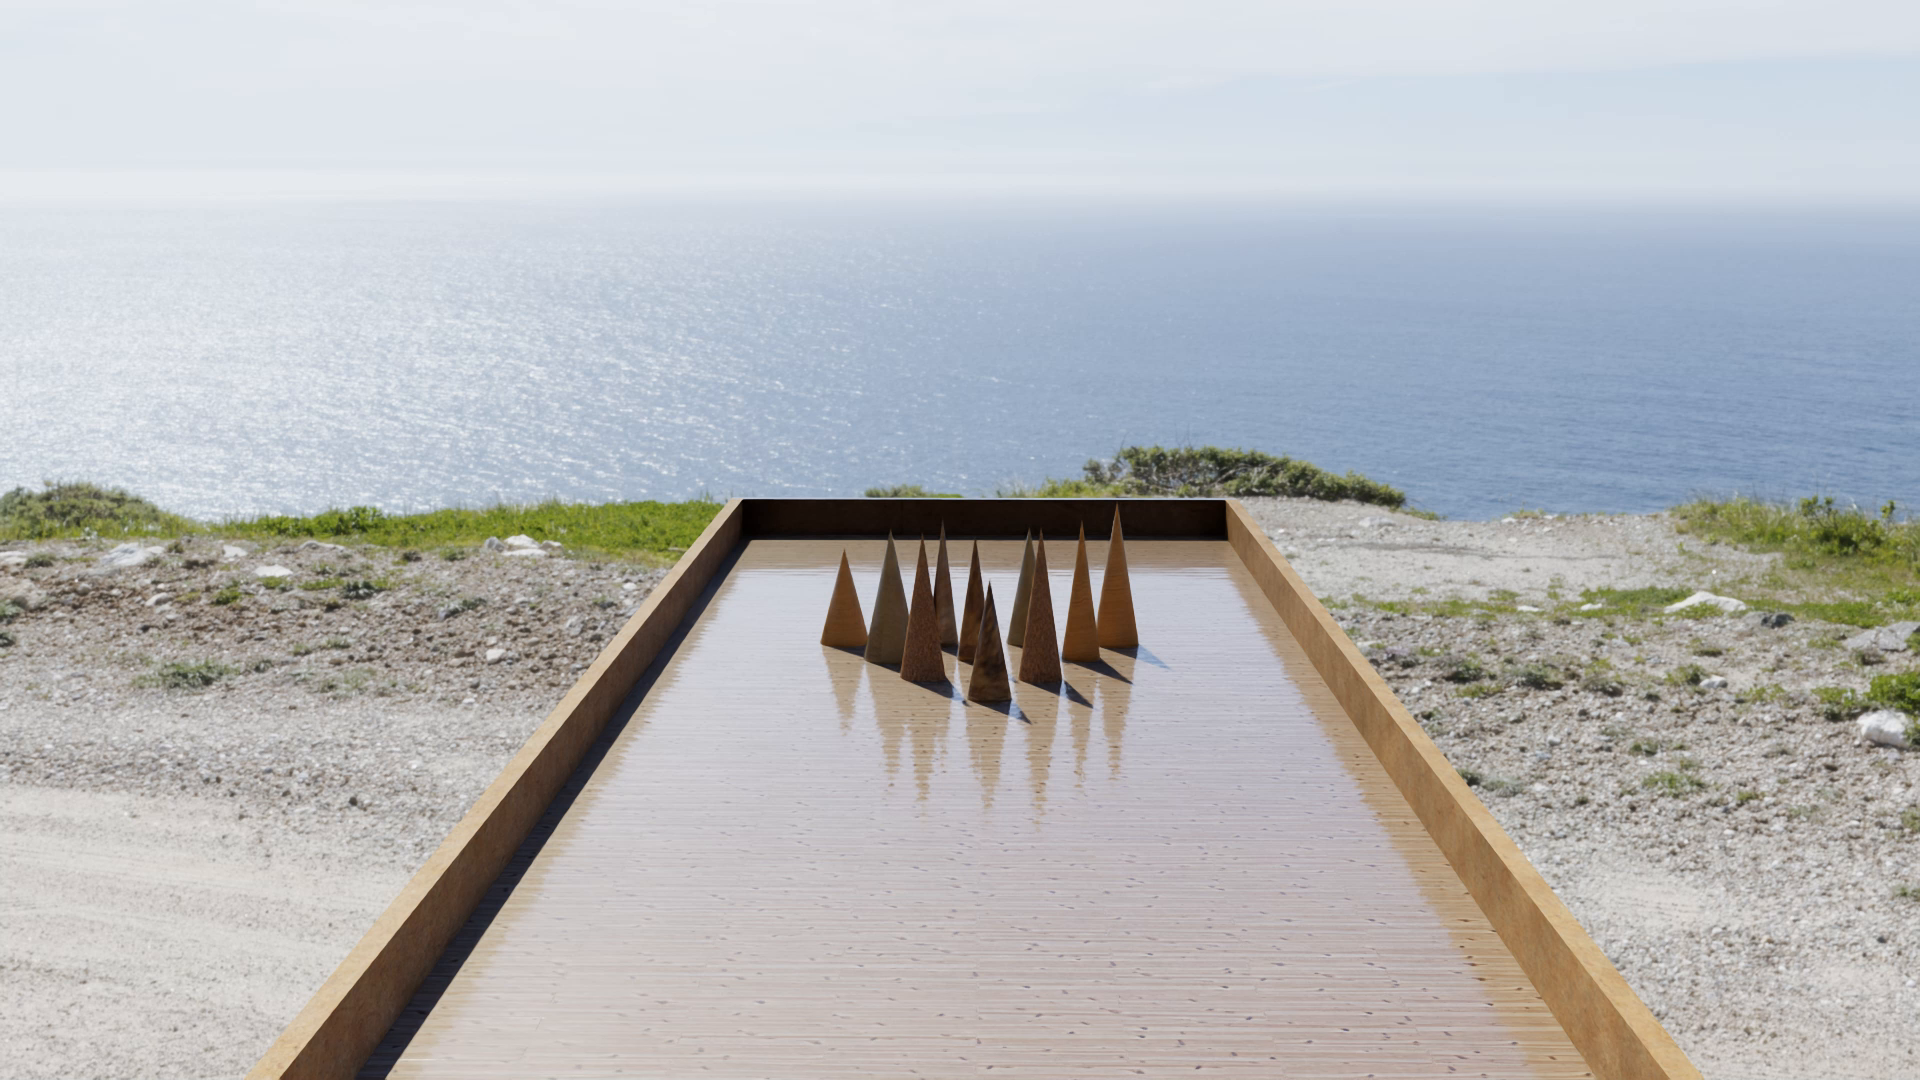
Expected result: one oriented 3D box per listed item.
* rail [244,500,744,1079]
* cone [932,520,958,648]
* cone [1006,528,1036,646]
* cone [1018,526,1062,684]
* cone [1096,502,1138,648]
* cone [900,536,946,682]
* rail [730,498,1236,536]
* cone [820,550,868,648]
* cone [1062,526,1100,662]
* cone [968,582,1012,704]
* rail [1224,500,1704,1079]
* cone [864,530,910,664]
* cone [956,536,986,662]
[{"bbox_3d":[-1.004,0.839,3.234,0.050,0.150,12.000,0,9,1],"label":"rail"},{"bbox_3d":[-0.054,0.130,6.909,0.101,0.401,0.101,0,9,0],"label":"cone"},{"bbox_3d":[0.218,0.141,6.935,0.145,0.371,0.145,0,9,0],"label":"cone"},{"bbox_3d":[0.235,0.182,6.410,0.129,0.454,0.129,0,9,0],"label":"cone"},{"bbox_3d":[0.492,0.102,6.911,0.148,0.455,0.148,0,9,0],"label":"cone"},{"bbox_3d":[-0.110,0.188,6.436,0.135,0.433,0.135,0,9,0],"label":"cone"},{"bbox_3d":[0.099,-0.098,9.147,2.100,0.150,0.050,0,9,1],"label":"rail"},{"bbox_3d":[-0.364,0.174,6.943,0.160,0.304,0.160,0,9,0],"label":"cone"},{"bbox_3d":[0.370,0.149,6.694,0.119,0.430,0.119,0,9,0],"label":"cone"},{"bbox_3d":[0.083,0.275,6.168,0.127,0.346,0.127,0,9,0],"label":"cone"},{"bbox_3d":[1.046,0.843,3.208,0.050,0.150,12.000,0,9,1],"label":"rail"},{"bbox_3d":[-0.210,0.163,6.690,0.169,0.404,0.169,0,9,0],"label":"cone"},{"bbox_3d":[0.046,0.172,6.689,0.113,0.386,0.113,0,9,0],"label":"cone"}]
